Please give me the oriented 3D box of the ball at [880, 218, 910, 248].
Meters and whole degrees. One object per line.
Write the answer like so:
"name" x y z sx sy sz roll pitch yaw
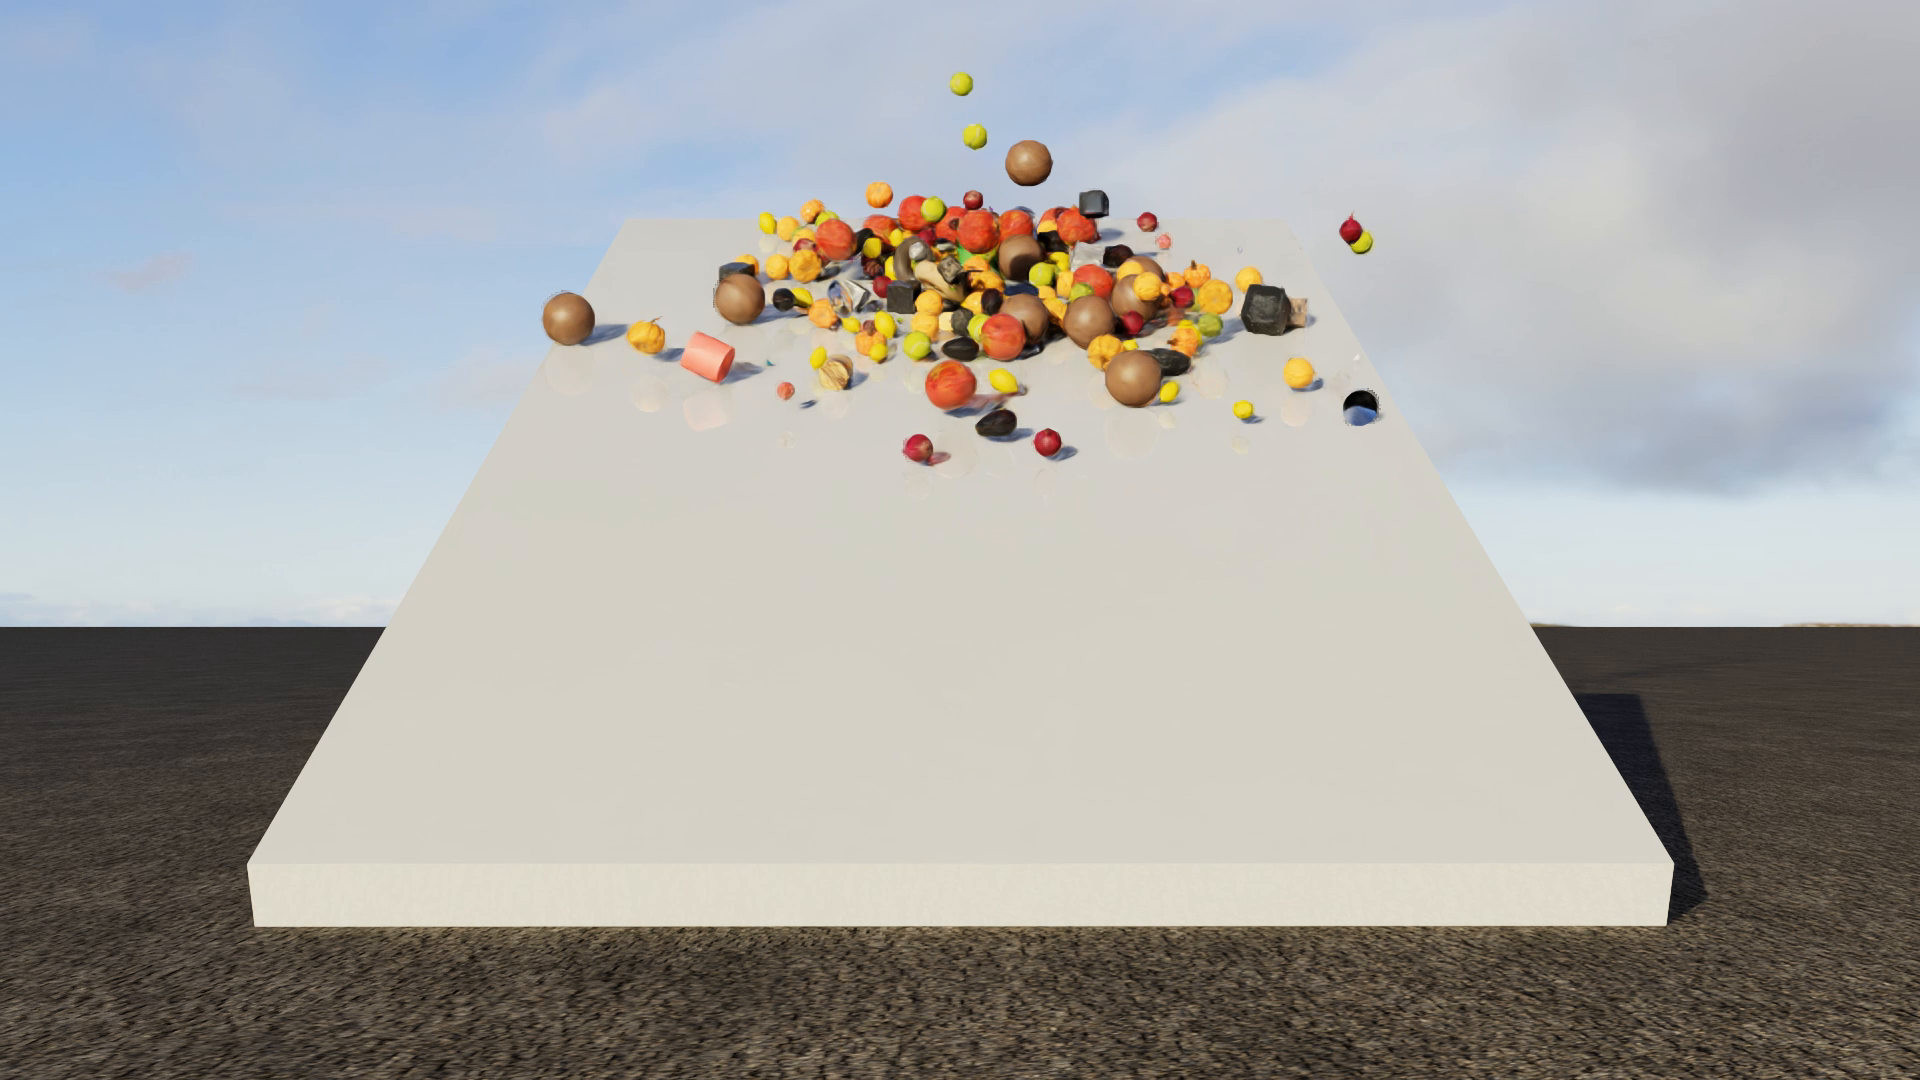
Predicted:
"ball" -0.189 -0.884 6.570 0.087 0.087 0.087 0 -2 0

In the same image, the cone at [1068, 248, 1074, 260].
"cone" 0.308 -0.780 6.232 0.055 0.055 0.055 -2 -38 43

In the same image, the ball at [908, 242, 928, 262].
"ball" -0.109 -0.746 5.907 0.050 0.050 0.050 0 -2 0

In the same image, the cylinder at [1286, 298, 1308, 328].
"cylinder" 0.845 -0.580 5.796 0.073 0.073 0.073 6 -1 11

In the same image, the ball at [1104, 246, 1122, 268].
"ball" 0.423 -0.793 6.372 0.060 0.060 0.060 0 -2 0

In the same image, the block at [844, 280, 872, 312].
"block" -0.275 -0.632 5.898 0.058 0.058 0.058 33 10 11

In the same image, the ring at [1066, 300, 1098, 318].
"ring" 0.316 -0.601 5.907 0.087 0.029 0.087 5 24 -2

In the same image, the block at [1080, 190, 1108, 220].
"block" 0.360 -0.903 6.141 0.060 0.060 0.060 -4 -7 25

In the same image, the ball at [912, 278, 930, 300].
"ball" -0.107 -0.667 6.037 0.063 0.063 0.063 0 -2 0

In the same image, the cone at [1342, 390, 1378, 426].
"cone" 0.879 -0.297 5.073 0.081 0.081 0.081 0 9 -7

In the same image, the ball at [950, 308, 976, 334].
"ball" 0.008 -0.548 5.719 0.068 0.068 0.068 0 -2 0

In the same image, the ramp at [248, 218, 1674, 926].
"ramp" -0.006 -0.214 5.082 2.000 0.100 4.000 0 21 0

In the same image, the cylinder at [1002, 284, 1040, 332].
"cylinder" 0.155 -0.586 5.770 0.093 0.093 0.093 -2 27 1

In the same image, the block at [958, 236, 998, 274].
"block" 0.050 -0.784 6.281 0.087 0.087 0.087 -9 20 -17

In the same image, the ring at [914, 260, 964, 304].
"ring" -0.052 -0.669 5.913 0.149 0.050 0.149 34 -7 5

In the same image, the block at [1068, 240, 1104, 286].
"block" 0.339 -0.746 6.138 0.078 0.078 0.078 16 31 -3

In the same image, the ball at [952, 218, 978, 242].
"ball" 0.013 -0.893 6.609 0.075 0.075 0.075 0 -2 0

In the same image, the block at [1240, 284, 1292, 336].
"block" 0.765 -0.574 5.708 0.090 0.090 0.090 10 -20 25

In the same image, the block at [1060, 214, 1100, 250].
"block" 0.336 -0.856 6.334 0.085 0.085 0.085 -26 5 7

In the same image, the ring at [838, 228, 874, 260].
"ring" -0.290 -0.823 6.345 0.123 0.041 0.123 -37 14 11

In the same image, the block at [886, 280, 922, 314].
"block" -0.145 -0.633 5.936 0.071 0.071 0.071 6 22 16

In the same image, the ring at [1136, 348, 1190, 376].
"ring" 0.483 -0.422 5.427 0.131 0.044 0.131 1 20 0

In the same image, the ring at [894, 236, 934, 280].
"ring" -0.124 -0.740 6.123 0.049 0.148 0.148 -7 3 -40

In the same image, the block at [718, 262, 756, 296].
"block" -0.599 -0.703 6.118 0.069 0.069 0.069 11 23 26

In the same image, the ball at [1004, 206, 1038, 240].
"ball" 0.178 -0.922 6.647 0.100 0.100 0.100 0 -2 0

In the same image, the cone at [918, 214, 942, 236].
"cone" -0.100 -0.912 6.724 0.067 0.067 0.067 -34 -4 2

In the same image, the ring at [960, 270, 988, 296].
"ring" 0.037 -0.683 6.055 0.080 0.080 0.027 0 36 -7

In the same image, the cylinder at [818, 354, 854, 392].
"cylinder" -0.288 -0.390 5.301 0.070 0.070 0.070 0 21 9

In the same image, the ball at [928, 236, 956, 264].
"ball" -0.052 -0.795 6.304 0.084 0.084 0.084 0 -2 0

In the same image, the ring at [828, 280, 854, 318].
"ring" -0.291 -0.586 5.567 0.032 0.097 0.097 -19 -9 20

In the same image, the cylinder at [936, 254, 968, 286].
"cylinder" -0.021 -0.687 5.814 0.057 0.057 0.057 -33 -14 -10
